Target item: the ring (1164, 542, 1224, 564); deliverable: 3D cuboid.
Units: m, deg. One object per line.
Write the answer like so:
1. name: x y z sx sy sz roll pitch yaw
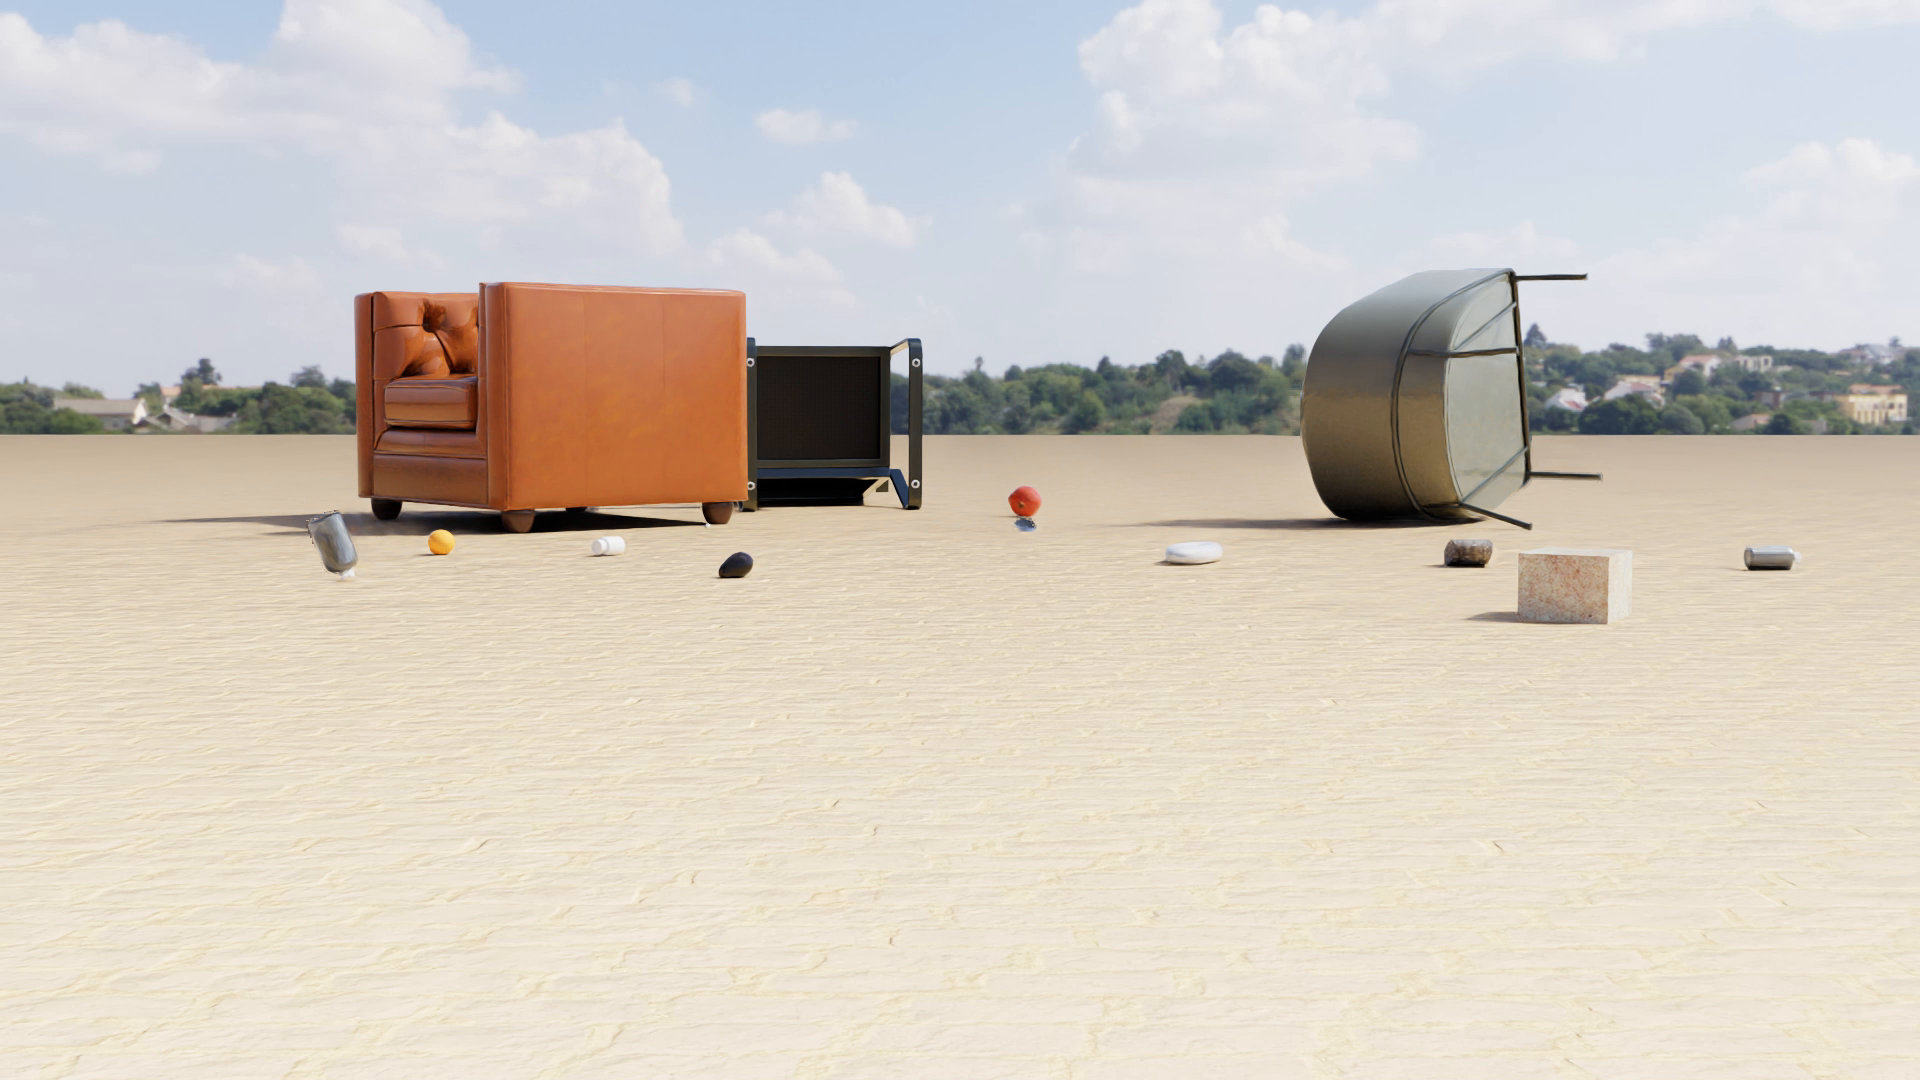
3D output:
1. ring: 0.608 0.034 5.714 0.133 0.047 0.309 0 3 22

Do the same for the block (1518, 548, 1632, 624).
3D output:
1. block: 1.209 0.088 4.321 0.174 0.130 0.191 2 5 30

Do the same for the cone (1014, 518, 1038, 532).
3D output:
1. cone: 0.202 -0.038 6.952 0.073 0.040 0.091 14 -11 -5

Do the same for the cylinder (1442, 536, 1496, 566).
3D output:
1. cylinder: 1.290 0.033 5.584 0.096 0.055 0.128 11 -20 -4
